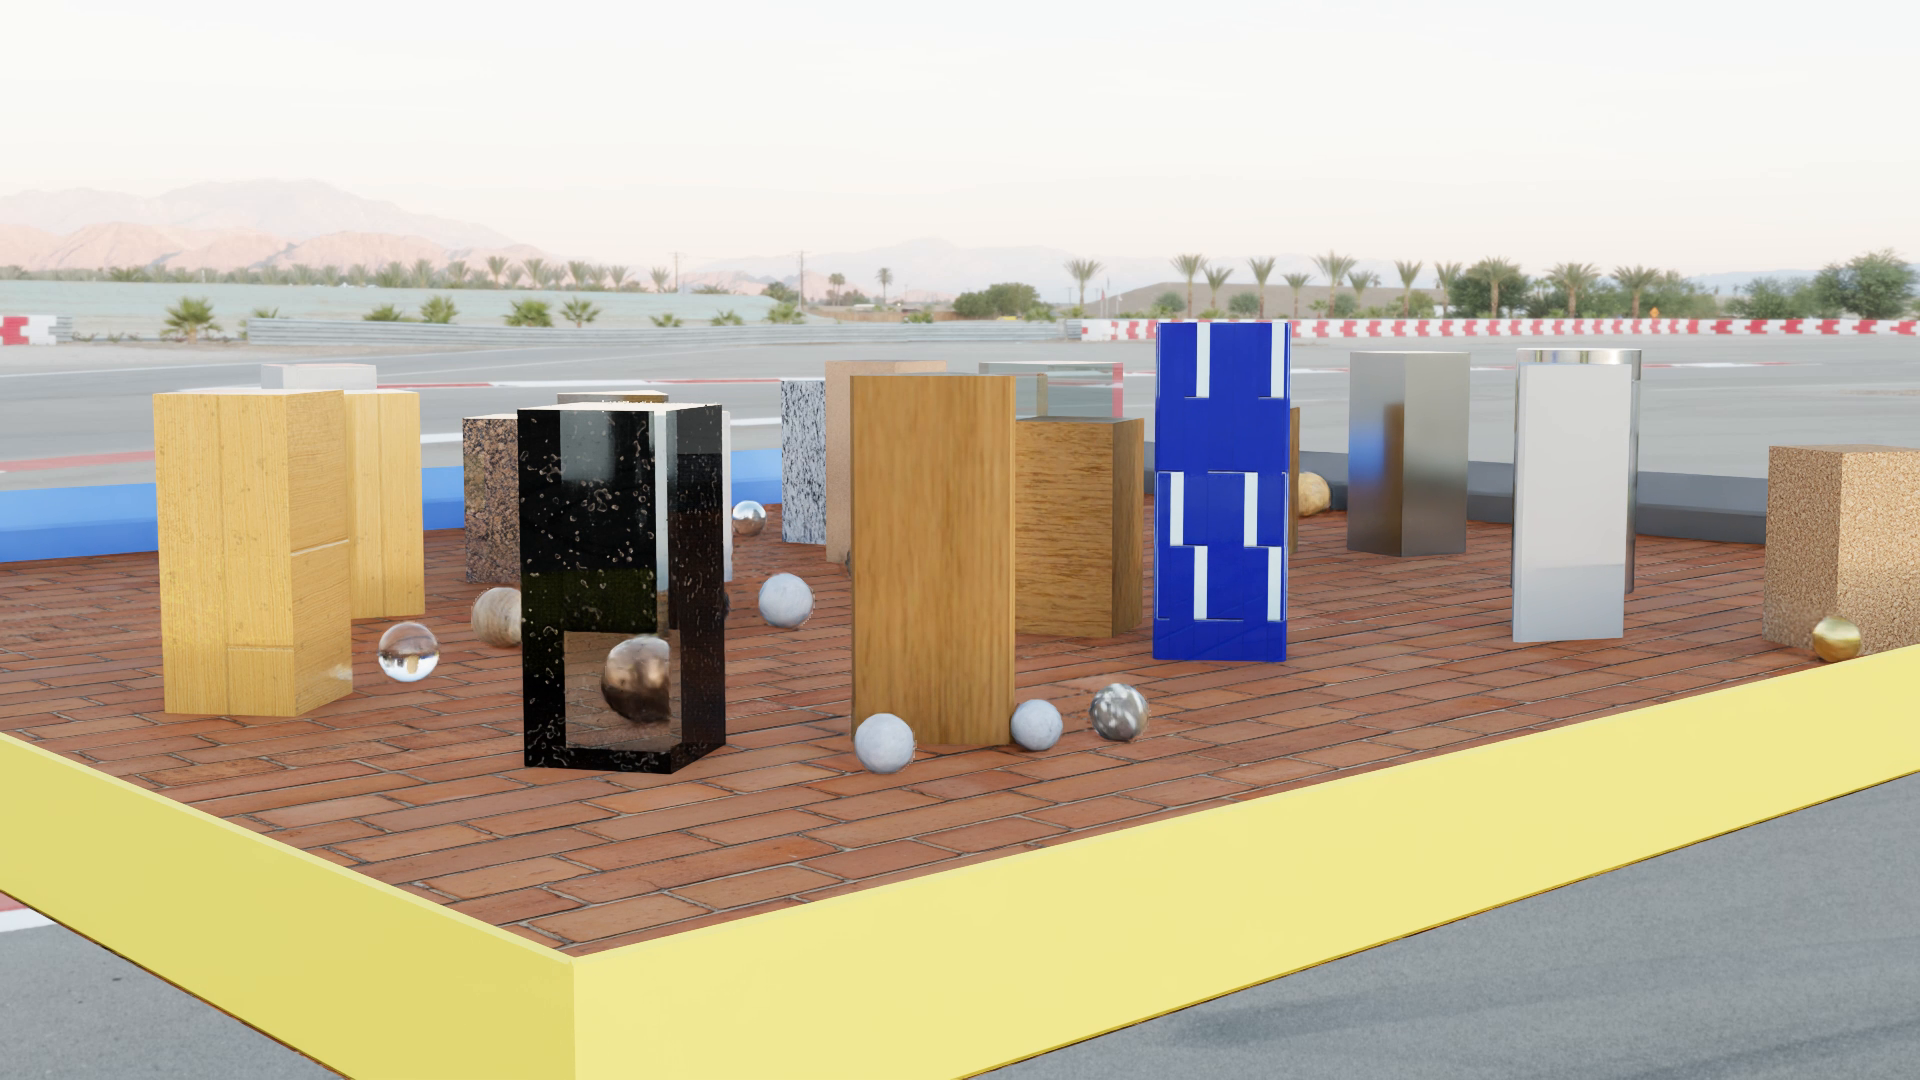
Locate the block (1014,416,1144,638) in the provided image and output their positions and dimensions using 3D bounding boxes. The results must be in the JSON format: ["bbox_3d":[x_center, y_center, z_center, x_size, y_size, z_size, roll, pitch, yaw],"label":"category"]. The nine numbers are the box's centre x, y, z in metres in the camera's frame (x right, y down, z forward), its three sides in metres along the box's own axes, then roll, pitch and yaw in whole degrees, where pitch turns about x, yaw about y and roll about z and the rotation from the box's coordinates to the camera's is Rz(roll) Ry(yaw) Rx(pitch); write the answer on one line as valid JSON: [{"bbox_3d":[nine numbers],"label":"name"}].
[{"bbox_3d":[0.161,-0.022,3.058,0.152,0.291,0.152,2,6,20],"label":"block"}]

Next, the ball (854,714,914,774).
[{"bbox_3d":[-0.073,0.195,2.108,0.058,0.058,0.058,0,6,0],"label":"ball"}]

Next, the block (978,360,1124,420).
[{"bbox_3d":[0.135,-0.083,3.289,0.152,0.364,0.152,-5,8,-40],"label":"block"}]

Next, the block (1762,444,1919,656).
[{"bbox_3d":[1.175,0.009,2.901,0.152,0.261,0.152,-2,6,-15],"label":"block"}]

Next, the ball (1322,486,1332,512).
[{"bbox_3d":[0.777,-0.094,4.793,0.070,0.070,0.070,0,6,0],"label":"ball"}]

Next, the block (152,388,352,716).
[{"bbox_3d":[-0.791,0.009,2.471,0.152,0.351,0.152,1,6,8],"label":"block"}]

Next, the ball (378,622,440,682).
[{"bbox_3d":[-0.659,0.134,2.626,0.071,0.071,0.071,0,6,0],"label":"ball"}]

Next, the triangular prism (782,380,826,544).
[{"bbox_3d":[-0.232,-0.151,4.207,0.165,0.307,0.142,4,7,33],"label":"triangular prism"}]

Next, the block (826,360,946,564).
[{"bbox_3d":[-0.129,-0.139,3.868,0.152,0.353,0.152,4,7,35],"label":"block"}]

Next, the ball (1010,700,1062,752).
[{"bbox_3d":[0.077,0.187,2.217,0.052,0.052,0.052,0,6,0],"label":"ball"}]

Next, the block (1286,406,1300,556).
[{"bbox_3d":[0.519,-0.106,3.973,0.152,0.265,0.152,3,7,23],"label":"block"}]

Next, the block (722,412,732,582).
[{"bbox_3d":[-0.480,-0.072,3.594,0.152,0.277,0.152,-5,8,-39],"label":"block"}]

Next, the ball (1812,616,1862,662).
[{"bbox_3d":[1.105,0.125,2.770,0.058,0.058,0.058,0,6,0],"label":"ball"}]

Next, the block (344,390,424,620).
[{"bbox_3d":[-0.884,-0.055,3.222,0.152,0.323,0.152,-3,7,-29],"label":"block"}]

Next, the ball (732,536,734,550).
[{"bbox_3d":[-0.432,0.005,3.739,0.095,0.095,0.095,0,6,0],"label":"ball"}]

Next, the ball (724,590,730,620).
[{"bbox_3d":[-0.352,0.091,3.065,0.064,0.064,0.064,0,6,0],"label":"ball"}]

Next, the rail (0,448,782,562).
[{"bbox_3d":[-1.021,-0.084,4.433,3.340,0.123,0.045,-6,8,-42],"label":"rail"}]

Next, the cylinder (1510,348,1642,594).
[{"bbox_3d":[0.974,-0.112,3.481,0.190,0.380,0.190,0,6,0],"label":"cylinder"}]

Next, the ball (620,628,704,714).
[{"bbox_3d":[-0.328,0.144,2.423,0.093,0.093,0.093,0,6,0],"label":"ball"}]

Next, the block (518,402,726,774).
[{"bbox_3d":[-0.332,0.042,2.179,0.152,0.348,0.152,2,6,14],"label":"block"}]

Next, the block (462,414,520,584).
[{"bbox_3d":[-0.715,-0.070,3.627,0.152,0.267,0.152,1,6,11],"label":"block"}]

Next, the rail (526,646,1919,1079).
[{"bbox_3d":[1.021,0.148,2.232,3.340,0.123,0.045,-6,8,-42],"label":"rail"}]

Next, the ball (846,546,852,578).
[{"bbox_3d":[-0.140,0.035,3.503,0.084,0.084,0.084,0,6,0],"label":"ball"}]

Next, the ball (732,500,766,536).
[{"bbox_3d":[-0.412,-0.042,4.295,0.070,0.070,0.070,0,6,0],"label":"ball"}]

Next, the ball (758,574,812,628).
[{"bbox_3d":[-0.244,0.085,3.068,0.076,0.076,0.076,0,6,0],"label":"ball"}]

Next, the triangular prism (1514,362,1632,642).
[{"bbox_3d":[0.801,-0.056,3.010,0.165,0.369,0.142,-2,6,-17],"label":"triangular prism"}]

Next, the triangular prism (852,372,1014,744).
[{"bbox_3d":[-0.023,0.014,2.308,0.165,0.376,0.142,0,6,4],"label":"triangular prism"}]

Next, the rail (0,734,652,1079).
[{"bbox_3d":[-1.210,0.149,2.222,0.045,0.123,3.059,-6,8,-42],"label":"rail"}]

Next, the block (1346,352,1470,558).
[{"bbox_3d":[0.818,-0.160,4.018,0.152,0.364,0.152,-3,7,-29],"label":"block"}]

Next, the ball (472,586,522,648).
[{"bbox_3d":[-0.600,0.101,2.892,0.080,0.080,0.080,0,6,0],"label":"ball"}]

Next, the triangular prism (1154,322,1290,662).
[{"bbox_3d":[0.338,-0.067,2.837,0.165,0.426,0.142,1,6,7],"label":"triangular prism"}]

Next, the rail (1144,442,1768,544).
[{"bbox_3d":[1.210,-0.085,4.442,0.045,0.123,3.059,-6,8,-42],"label":"rail"}]

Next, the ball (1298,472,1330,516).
[{"bbox_3d":[0.743,-0.097,4.703,0.095,0.095,0.095,0,6,0],"label":"ball"}]

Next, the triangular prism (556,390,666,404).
[{"bbox_3d":[-0.466,-0.047,3.133,0.165,0.325,0.142,2,6,14],"label":"triangular prism"}]

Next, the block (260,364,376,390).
[{"bbox_3d":[-1.072,-0.118,3.690,0.152,0.350,0.152,-4,7,-31],"label":"block"}]

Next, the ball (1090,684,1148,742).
[{"bbox_3d":[0.163,0.178,2.263,0.060,0.060,0.060,0,6,0],"label":"ball"}]
